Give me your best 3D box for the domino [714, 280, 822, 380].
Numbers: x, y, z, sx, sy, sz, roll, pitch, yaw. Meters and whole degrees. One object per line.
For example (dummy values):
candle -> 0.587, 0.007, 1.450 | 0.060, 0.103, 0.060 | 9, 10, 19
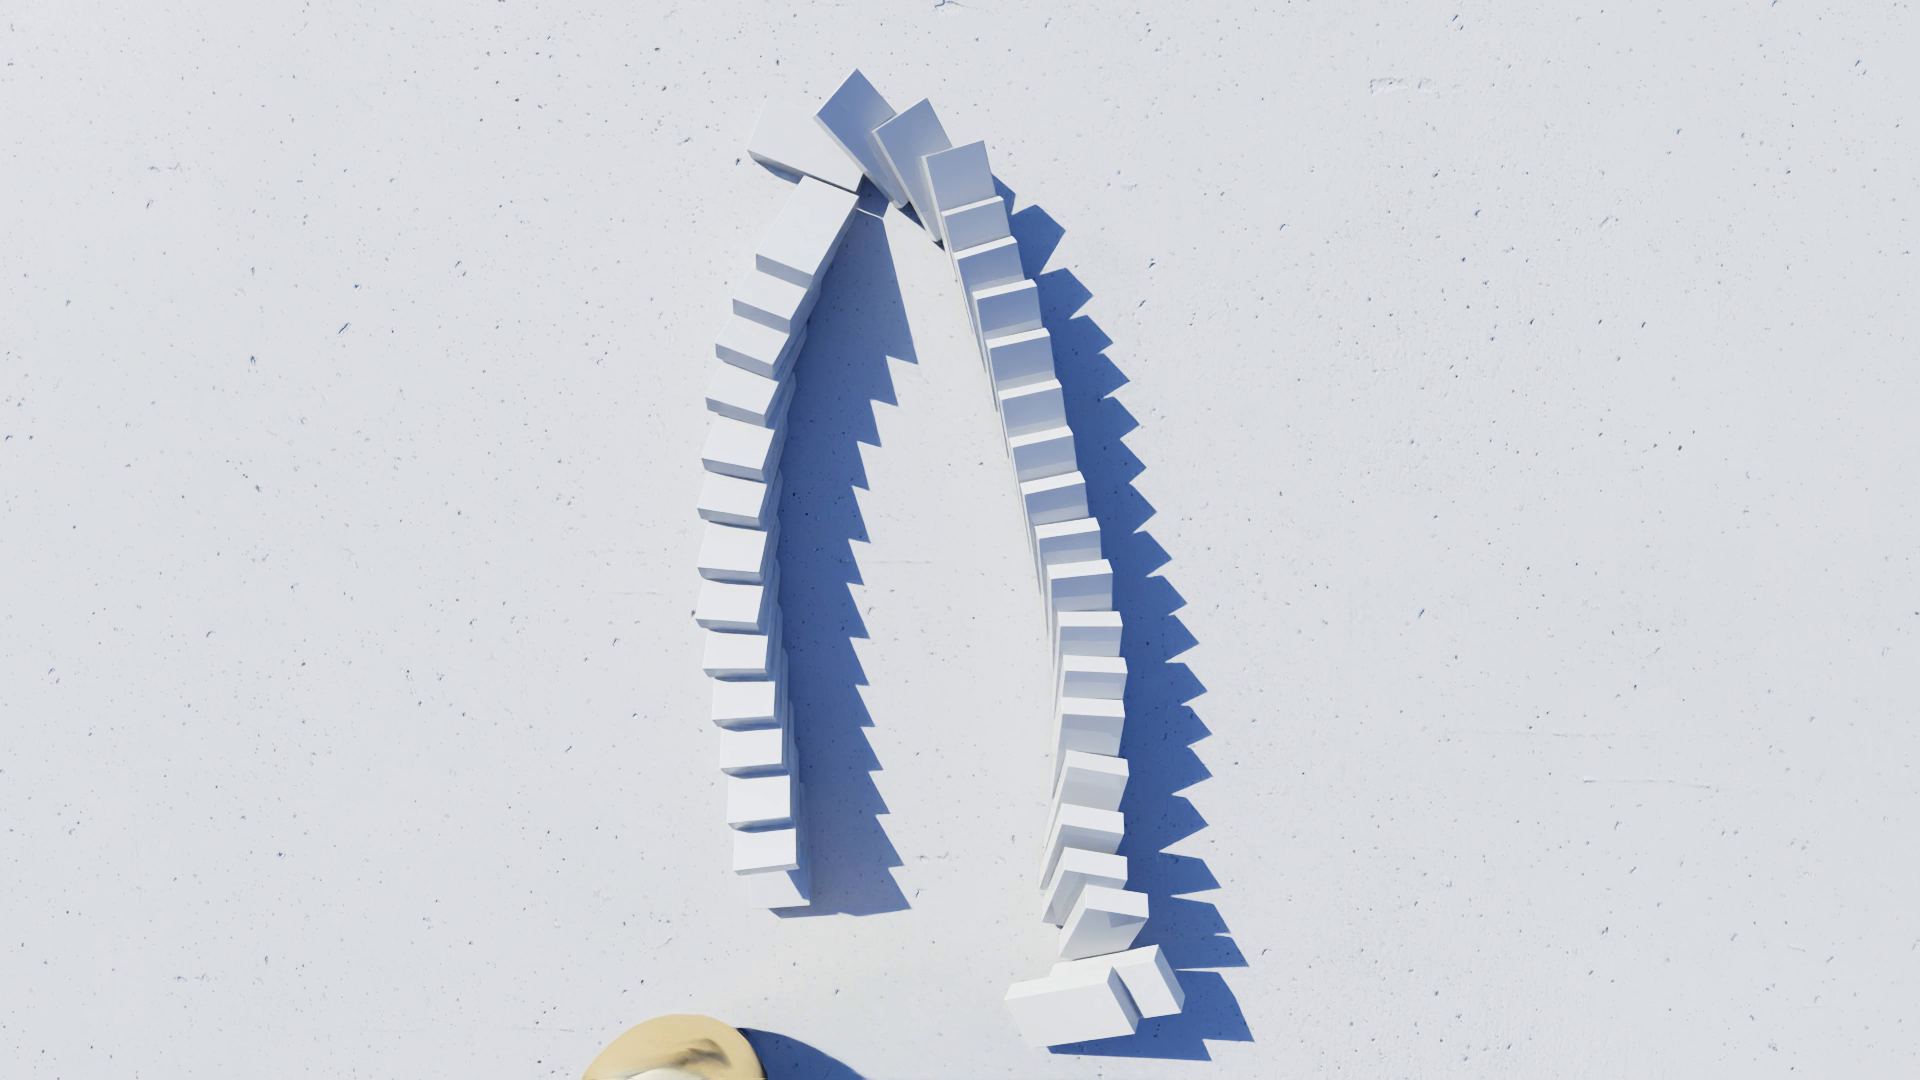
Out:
domino -> -0.080, -0.093, 0.384 | 0.025, 0.009, 0.050 | 21, 61, 0

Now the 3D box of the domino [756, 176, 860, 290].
domino -> -0.063, -0.129, 0.384 | 0.025, 0.010, 0.050 | 21, 61, 0

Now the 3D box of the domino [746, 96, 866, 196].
domino -> -0.063, -0.169, 0.395 | 0.050, 0.009, 0.025 | 21, 90, 0

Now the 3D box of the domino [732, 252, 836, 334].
domino -> -0.073, -0.111, 0.384 | 0.025, 0.010, 0.050 | 21, 61, 0

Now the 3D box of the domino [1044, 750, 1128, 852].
domino -> 0.052, 0.112, 0.384 | 0.025, 0.009, 0.050 | 9, 119, 0

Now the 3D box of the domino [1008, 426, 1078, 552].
domino -> 0.037, -0.021, 0.384 | 0.025, 0.010, 0.050 | -12, 119, 0

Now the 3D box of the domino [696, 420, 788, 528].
domino -> -0.090, -0.031, 0.384 | 0.025, 0.009, 0.050 | 9, 62, 0

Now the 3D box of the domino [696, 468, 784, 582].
domino -> -0.091, -0.007, 0.384 | 0.025, 0.009, 0.050 | 5, 60, 0

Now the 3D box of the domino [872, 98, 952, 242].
domino -> -0.013, -0.155, 0.385 | 0.025, 0.010, 0.050 | -33, 116, -1

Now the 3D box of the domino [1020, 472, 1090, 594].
domino -> 0.041, -0.002, 0.383 | 0.025, 0.009, 0.050 | -12, 121, 0

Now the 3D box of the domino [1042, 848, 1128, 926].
domino -> 0.051, 0.145, 0.379 | 0.025, 0.010, 0.050 | 9, 134, 0

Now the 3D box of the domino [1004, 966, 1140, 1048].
domino -> 0.046, 0.196, 0.383 | 0.050, 0.009, 0.025 | -25, 96, 28

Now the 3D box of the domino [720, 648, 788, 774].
domino -> -0.086, 0.071, 0.384 | 0.025, 0.010, 0.050 | -5, 60, 0

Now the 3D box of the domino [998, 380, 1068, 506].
domino -> 0.033, -0.040, 0.384 | 0.025, 0.010, 0.050 | -12, 119, 0

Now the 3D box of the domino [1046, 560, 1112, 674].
domino -> 0.050, 0.033, 0.382 | 0.025, 0.010, 0.050 | -6, 122, -2

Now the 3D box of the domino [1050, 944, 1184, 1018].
domino -> 0.065, 0.187, 0.383 | 0.050, 0.010, 0.025 | -25, 96, 28

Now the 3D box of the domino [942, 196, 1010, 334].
domino -> 0.011, -0.114, 0.384 | 0.025, 0.009, 0.050 | -16, 119, 0

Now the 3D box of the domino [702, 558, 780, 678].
domino -> -0.091, 0.032, 0.384 | 0.025, 0.009, 0.050 | 0, 60, 0

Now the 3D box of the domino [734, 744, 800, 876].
domino -> -0.080, 0.112, 0.382 | 0.025, 0.010, 0.050 | -6, 58, -1

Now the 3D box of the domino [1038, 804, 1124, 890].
domino -> 0.050, 0.130, 0.380 | 0.025, 0.010, 0.050 | 9, 130, 0

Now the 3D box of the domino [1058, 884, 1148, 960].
domino -> 0.058, 0.160, 0.379 | 0.025, 0.010, 0.050 | 10, 134, -2

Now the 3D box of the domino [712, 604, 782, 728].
domino -> -0.088, 0.052, 0.384 | 0.025, 0.009, 0.050 | -4, 60, 0

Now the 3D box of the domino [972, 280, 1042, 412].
domino -> 0.022, -0.080, 0.382 | 0.025, 0.010, 0.050 | -13, 122, -2

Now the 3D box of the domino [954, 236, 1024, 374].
domino -> 0.016, -0.097, 0.382 | 0.025, 0.010, 0.050 | -16, 122, 0

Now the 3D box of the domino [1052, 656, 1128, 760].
domino -> 0.053, 0.071, 0.383 | 0.025, 0.010, 0.050 | 3, 122, -1

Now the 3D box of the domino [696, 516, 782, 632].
domino -> -0.092, 0.013, 0.383 | 0.025, 0.010, 0.050 | 4, 61, 2

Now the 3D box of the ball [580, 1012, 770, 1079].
ball -> -0.114, 0.231, 0.360 | 0.080, 0.080, 0.080 | 0, 90, 0

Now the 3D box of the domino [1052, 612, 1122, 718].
domino -> 0.052, 0.053, 0.383 | 0.025, 0.009, 0.050 | 0, 122, 0

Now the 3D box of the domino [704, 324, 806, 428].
domino -> -0.085, -0.073, 0.384 | 0.025, 0.010, 0.050 | 17, 62, 0

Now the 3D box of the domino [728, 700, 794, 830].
domino -> -0.083, 0.093, 0.382 | 0.025, 0.009, 0.050 | -6, 58, -1

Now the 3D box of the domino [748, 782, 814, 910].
domino -> -0.078, 0.132, 0.395 | 0.025, 0.009, 0.050 | -4, 90, 0

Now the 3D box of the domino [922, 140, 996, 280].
domino -> 0.003, -0.138, 0.384 | 0.025, 0.010, 0.050 | -18, 115, -5

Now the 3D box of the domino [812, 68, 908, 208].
domino -> -0.035, -0.167, 0.384 | 0.050, 0.009, 0.025 | 41, 89, -27

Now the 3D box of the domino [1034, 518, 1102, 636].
domino -> 0.046, 0.016, 0.383 | 0.025, 0.010, 0.050 | -8, 122, 0

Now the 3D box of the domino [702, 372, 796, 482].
domino -> -0.088, -0.050, 0.384 | 0.025, 0.010, 0.050 | 11, 62, 1

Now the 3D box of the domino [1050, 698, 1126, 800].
domino -> 0.053, 0.088, 0.382 | 0.025, 0.009, 0.050 | 3, 123, 1

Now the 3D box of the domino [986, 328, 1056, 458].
domino -> 0.028, -0.061, 0.383 | 0.025, 0.009, 0.050 | -12, 121, 0
